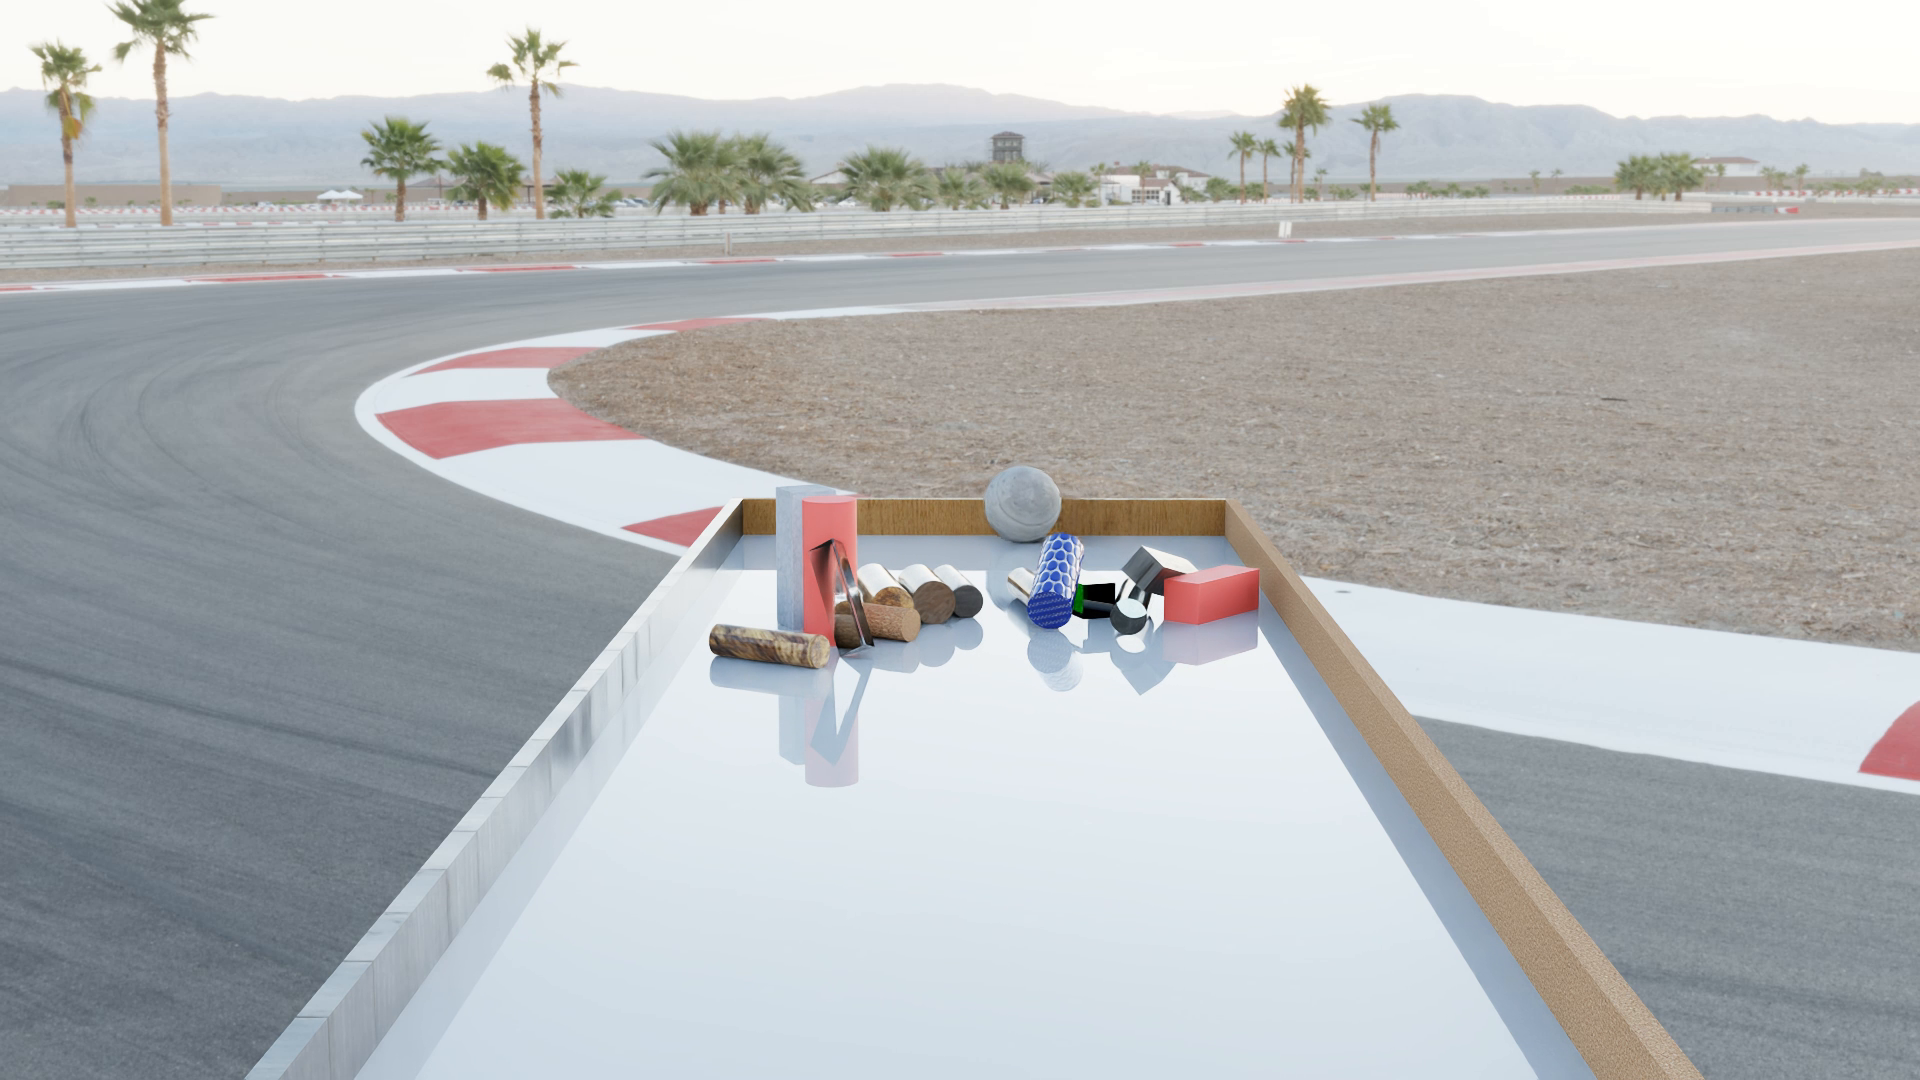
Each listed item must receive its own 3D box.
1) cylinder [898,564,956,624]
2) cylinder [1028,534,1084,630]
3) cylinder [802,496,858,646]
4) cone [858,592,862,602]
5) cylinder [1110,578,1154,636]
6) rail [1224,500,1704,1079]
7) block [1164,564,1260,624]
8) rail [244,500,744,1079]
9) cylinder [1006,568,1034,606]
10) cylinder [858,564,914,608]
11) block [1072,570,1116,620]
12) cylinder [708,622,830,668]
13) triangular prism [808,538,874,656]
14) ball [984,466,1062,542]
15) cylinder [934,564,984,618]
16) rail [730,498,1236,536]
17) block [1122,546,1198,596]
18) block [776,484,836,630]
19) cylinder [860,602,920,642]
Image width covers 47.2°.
[{"bbox_3d":[-0.116,0.181,7.405,0.145,0.145,0.334,-2,9,-10],"label":"cylinder"},{"bbox_3d":[0.319,0.134,7.291,0.147,0.147,0.363,2,32,10],"label":"cylinder"},{"bbox_3d":[-0.410,0.096,6.946,0.172,0.456,0.172,0,9,0],"label":"cylinder"},{"bbox_3d":[-0.465,0.213,7.475,0.123,0.123,0.333,-5,0,-30],"label":"cone"},{"bbox_3d":[0.573,0.213,7.283,0.119,0.119,0.442,1,9,8],"label":"cylinder"},{"bbox_3d":[1.046,0.843,3.208,0.050,0.150,12.000,0,9,1],"label":"rail"},{"bbox_3d":[0.850,0.183,7.417,0.138,0.138,0.374,7,12,39],"label":"block"},{"bbox_3d":[-1.004,0.839,3.234,0.050,0.150,12.000,0,9,1],"label":"rail"},{"bbox_3d":[0.249,0.176,7.563,0.105,0.105,0.359,-2,9,-11],"label":"cylinder"},{"bbox_3d":[-0.261,0.187,7.378,0.142,0.142,0.455,-2,9,-10],"label":"cylinder"},{"bbox_3d":[0.403,0.178,7.511,0.118,0.118,0.357,-3,10,-20],"label":"block"},{"bbox_3d":[-0.580,0.319,6.674,0.380,0.100,0.100,5,10,30],"label":"cylinder"},{"bbox_3d":[-0.348,0.174,6.783,0.115,0.344,0.099,-27,-14,39],"label":"triangular prism"},{"bbox_3d":[0.255,-0.146,8.937,0.311,0.311,0.311,0,9,0],"label":"ball"},{"bbox_3d":[-0.013,0.174,7.554,0.112,0.112,0.414,-2,9,-10],"label":"cylinder"},{"bbox_3d":[0.099,-0.098,9.147,2.100,0.150,0.050,0,9,1],"label":"rail"},{"bbox_3d":[0.696,0.118,7.450,0.107,0.107,0.432,45,13,23],"label":"block"},{"bbox_3d":[-0.504,0.055,7.218,0.152,0.452,0.152,-4,10,-25],"label":"block"},{"bbox_3d":[-0.296,0.255,7.065,0.340,0.105,0.105,6,11,34],"label":"cylinder"}]
